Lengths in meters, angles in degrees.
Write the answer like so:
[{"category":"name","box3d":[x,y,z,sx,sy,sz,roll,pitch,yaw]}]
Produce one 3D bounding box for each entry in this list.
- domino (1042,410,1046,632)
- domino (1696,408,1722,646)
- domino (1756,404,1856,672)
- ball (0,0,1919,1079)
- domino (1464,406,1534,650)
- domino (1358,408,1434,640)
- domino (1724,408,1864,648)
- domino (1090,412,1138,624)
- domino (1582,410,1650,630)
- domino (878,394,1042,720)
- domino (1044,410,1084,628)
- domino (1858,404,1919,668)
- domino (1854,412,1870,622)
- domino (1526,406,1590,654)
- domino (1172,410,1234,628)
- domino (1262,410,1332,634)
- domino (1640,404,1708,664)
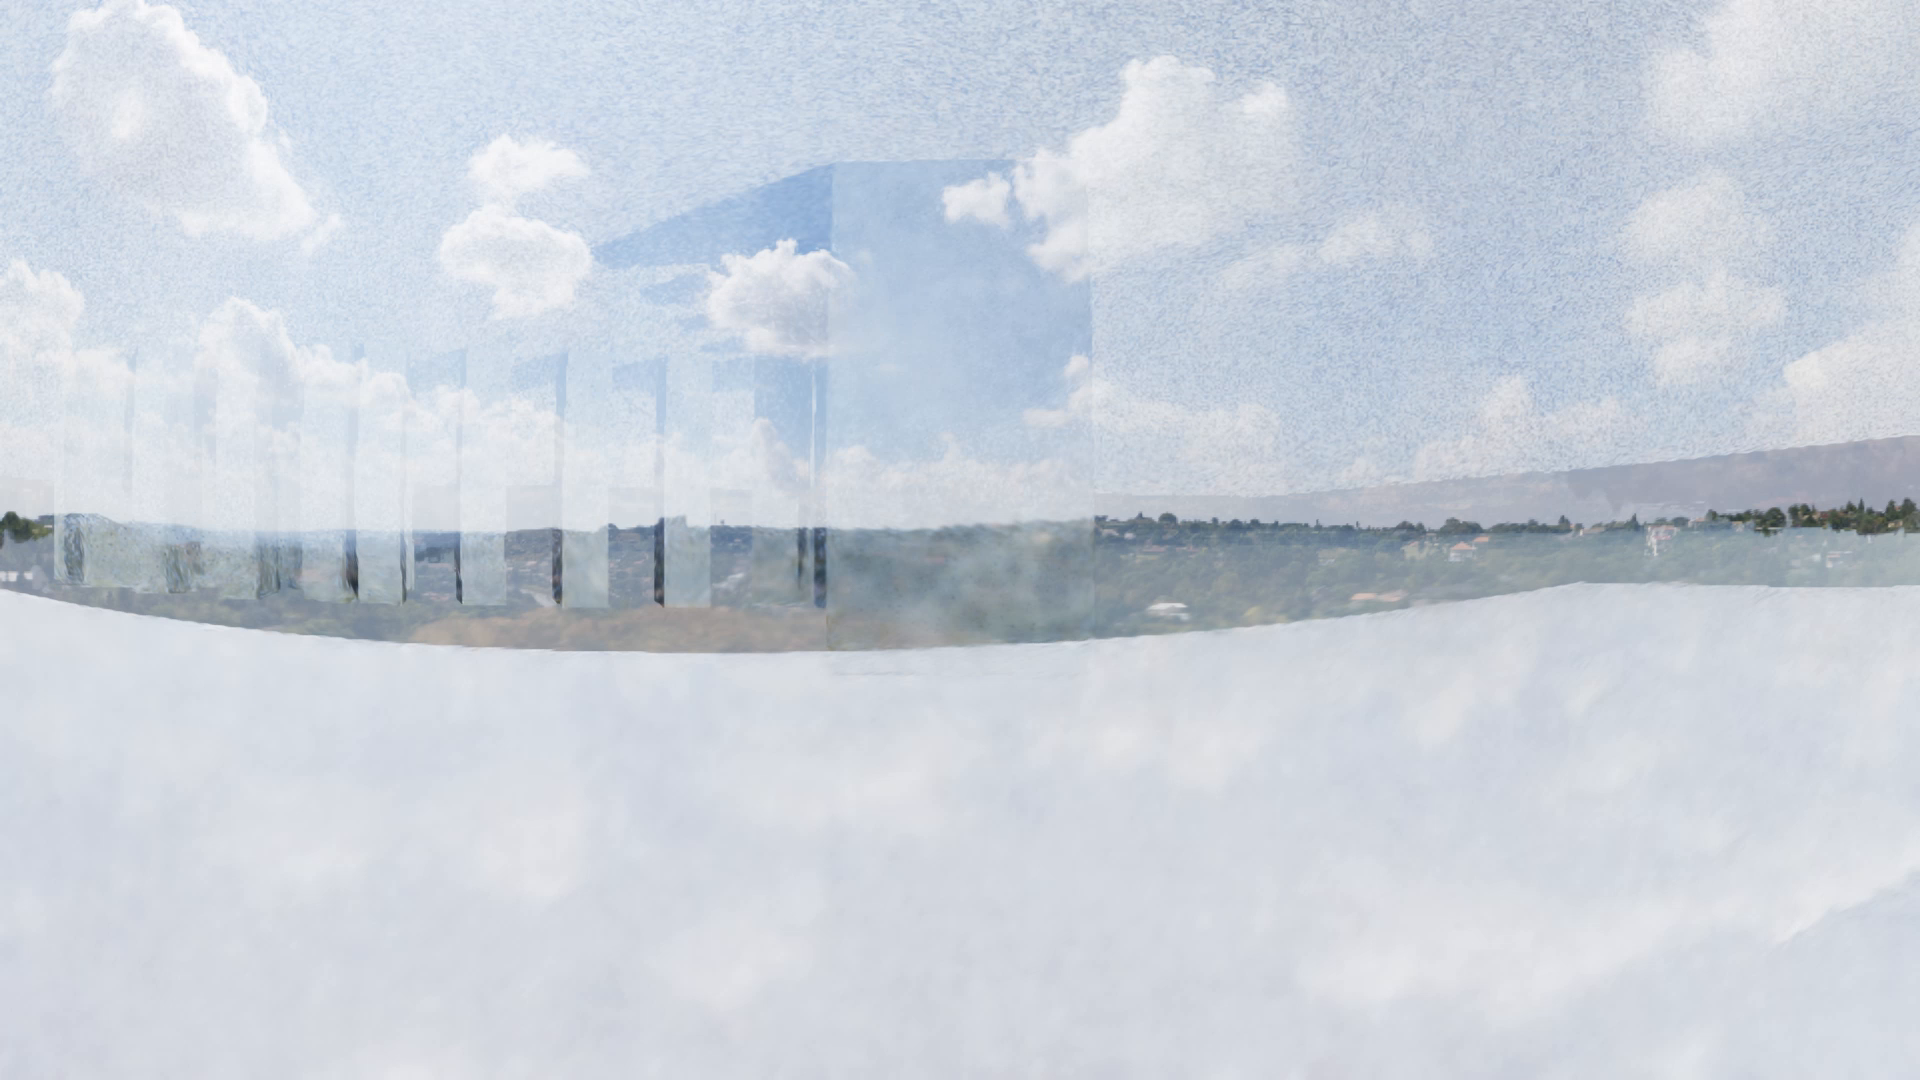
[{"category":"domino","box3d":[0.006,-0.004,0.289,0.025,0.050,0.009,1,5,18]},{"category":"domino","box3d":[0.159,-0.003,0.280,0.009,0.050,0.025,3,5,34]},{"category":"domino","box3d":[0.166,-0.001,0.252,0.009,0.050,0.025,2,5,22]},{"category":"ball","box3d":[0.000,-0.002,0.056,0.080,0.080,0.080,0,4,0]},{"category":"domino","box3d":[0.117,-0.003,0.277,0.009,0.050,0.025,2,5,29]},{"category":"domino","box3d":[0.098,-0.004,0.289,0.010,0.050,0.025,3,5,32]},{"category":"domino","box3d":[0.180,-0.003,0.277,0.009,0.050,0.025,-1,4,-7]},{"category":"domino","box3d":[0.037,-0.006,0.314,0.010,0.050,0.025,0,4,3]},{"category":"domino","box3d":[0.148,-0.005,0.298,0.025,0.050,0.009,-1,4,-13]},{"category":"domino","box3d":[0.000,0.002,0.201,0.025,0.050,0.009,0,4,0]},{"category":"domino","box3d":[0.017,-0.006,0.308,0.009,0.050,0.025,-4,6,-43]},{"category":"domino","box3d":[0.187,-0.001,0.246,0.009,0.050,0.025,0,4,1]},{"category":"domino","box3d":[0.222,-0.006,0.315,0.025,0.050,0.010,-3,5,-33]},{"category":"domino","box3d":[0.126,-0.003,0.271,0.009,0.050,0.025,2,5,22]},{"category":"domino","box3d":[0.059,-0.006,0.309,0.009,0.050,0.025,2,5,22]},{"category":"domino","box3d":[0.079,-0.005,0.300,0.009,0.050,0.025,2,5,28]},{"category":"domino","box3d":[0.144,-0.002,0.260,0.010,0.050,0.025,2,5,29]}]
